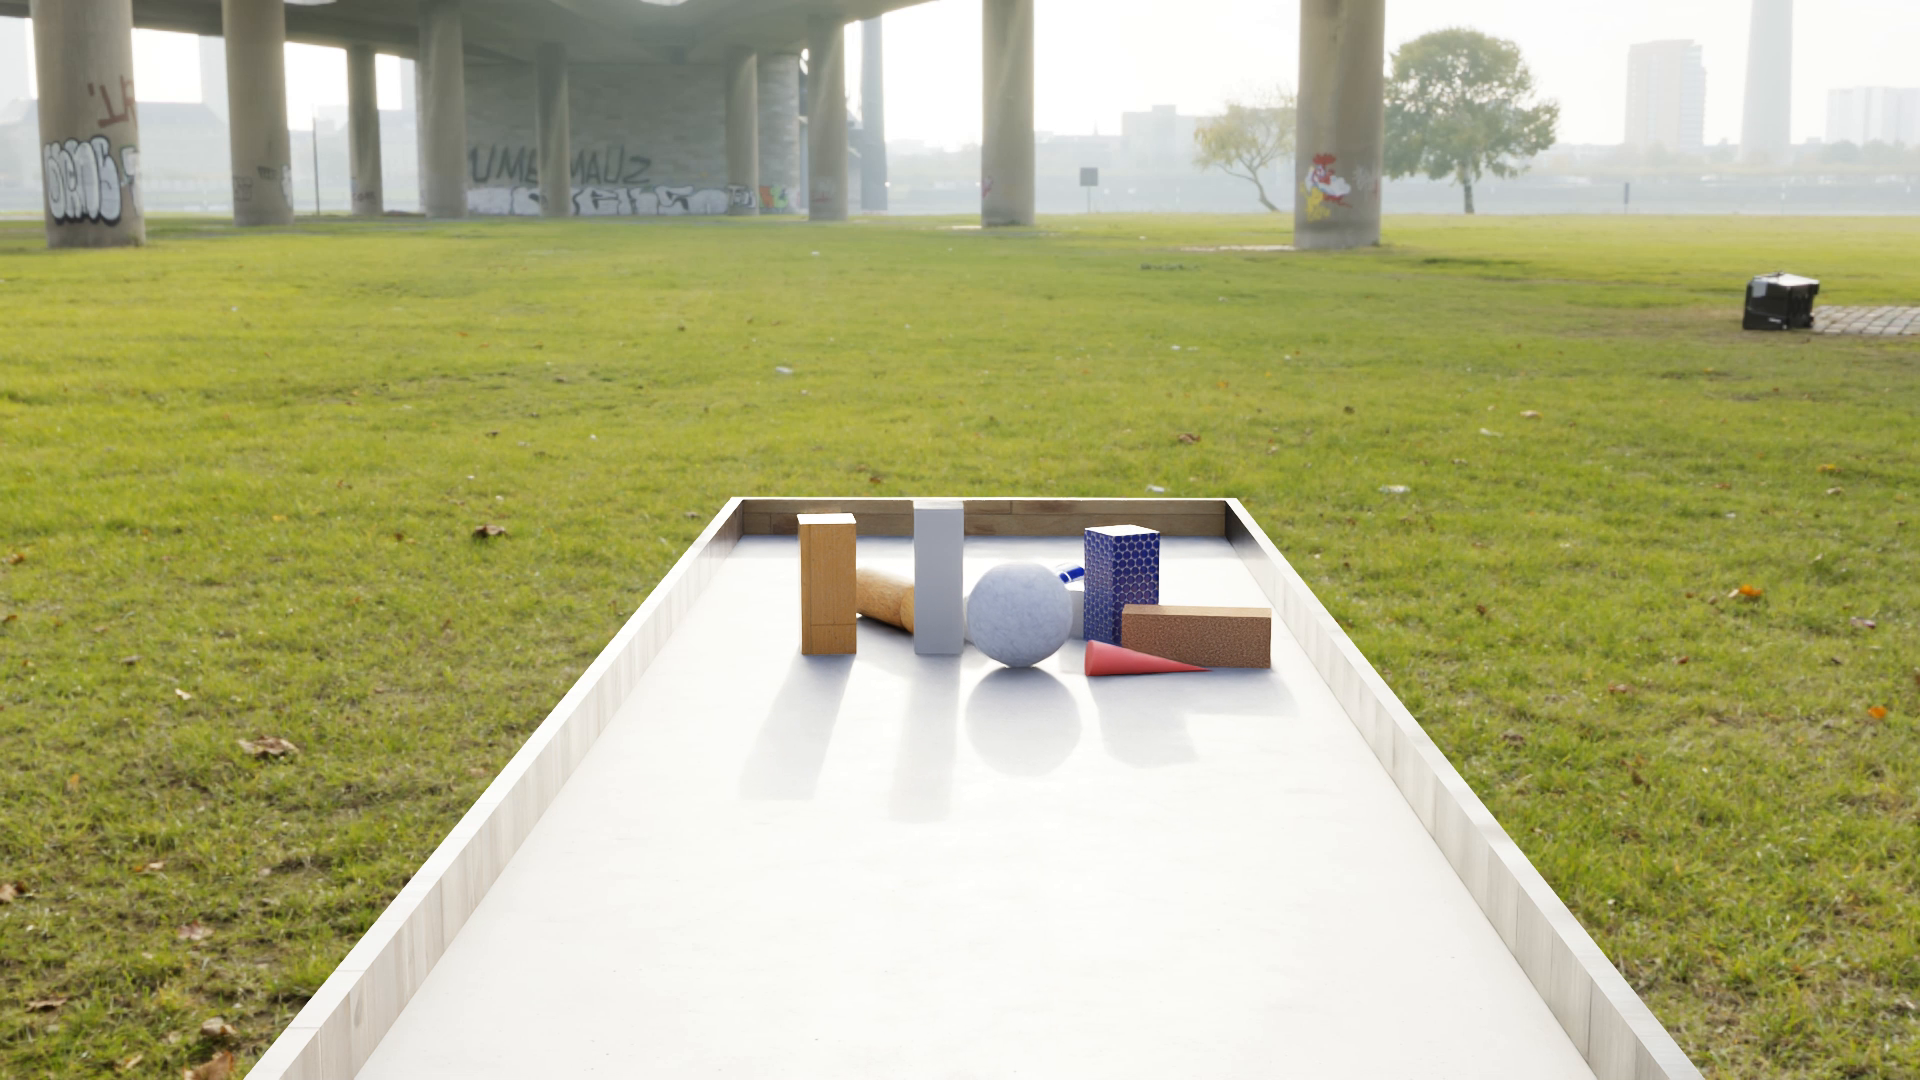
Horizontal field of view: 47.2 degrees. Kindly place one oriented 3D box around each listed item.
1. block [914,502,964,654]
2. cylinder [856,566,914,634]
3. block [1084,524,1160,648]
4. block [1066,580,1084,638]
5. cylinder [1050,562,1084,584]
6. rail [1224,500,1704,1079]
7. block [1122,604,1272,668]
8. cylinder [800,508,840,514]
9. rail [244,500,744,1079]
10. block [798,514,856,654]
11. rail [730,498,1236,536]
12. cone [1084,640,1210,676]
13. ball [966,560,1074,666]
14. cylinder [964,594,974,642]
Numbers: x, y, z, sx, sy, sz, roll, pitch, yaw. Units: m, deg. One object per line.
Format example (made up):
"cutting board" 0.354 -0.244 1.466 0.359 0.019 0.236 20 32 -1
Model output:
"block" -0.067 0.115 6.826 0.151 0.456 0.151 0 9 -1
"cylinder" -0.218 0.196 7.234 0.168 0.168 0.399 -5 10 -29
"block" 0.509 0.147 6.933 0.172 0.360 0.172 -5 10 -28
"block" 0.475 0.209 7.208 0.150 0.150 0.384 6 11 33
"cylinder" 0.311 0.169 7.474 0.145 0.145 0.305 5 10 28
"rail" 1.046 0.843 3.208 0.050 0.150 12.000 0 9 1
"block" 0.719 0.291 6.678 0.447 0.156 0.156 1 9 8
"cylinder" -0.432 0.102 7.022 0.130 0.404 0.130 -4 -1 0
"rail" -1.004 0.839 3.234 0.050 0.150 12.000 0 9 1
"block" -0.413 0.136 6.834 0.170 0.410 0.170 -1 10 -7
"rail" 0.099 -0.098 9.147 2.100 0.150 0.050 0 9 1
"cone" 0.569 0.368 6.516 0.385 0.106 0.106 6 8 -10
"ball" 0.179 0.219 6.598 0.322 0.322 0.322 0 9 0
"cylinder" 0.051 0.247 7.112 0.107 0.107 0.306 0 9 1
